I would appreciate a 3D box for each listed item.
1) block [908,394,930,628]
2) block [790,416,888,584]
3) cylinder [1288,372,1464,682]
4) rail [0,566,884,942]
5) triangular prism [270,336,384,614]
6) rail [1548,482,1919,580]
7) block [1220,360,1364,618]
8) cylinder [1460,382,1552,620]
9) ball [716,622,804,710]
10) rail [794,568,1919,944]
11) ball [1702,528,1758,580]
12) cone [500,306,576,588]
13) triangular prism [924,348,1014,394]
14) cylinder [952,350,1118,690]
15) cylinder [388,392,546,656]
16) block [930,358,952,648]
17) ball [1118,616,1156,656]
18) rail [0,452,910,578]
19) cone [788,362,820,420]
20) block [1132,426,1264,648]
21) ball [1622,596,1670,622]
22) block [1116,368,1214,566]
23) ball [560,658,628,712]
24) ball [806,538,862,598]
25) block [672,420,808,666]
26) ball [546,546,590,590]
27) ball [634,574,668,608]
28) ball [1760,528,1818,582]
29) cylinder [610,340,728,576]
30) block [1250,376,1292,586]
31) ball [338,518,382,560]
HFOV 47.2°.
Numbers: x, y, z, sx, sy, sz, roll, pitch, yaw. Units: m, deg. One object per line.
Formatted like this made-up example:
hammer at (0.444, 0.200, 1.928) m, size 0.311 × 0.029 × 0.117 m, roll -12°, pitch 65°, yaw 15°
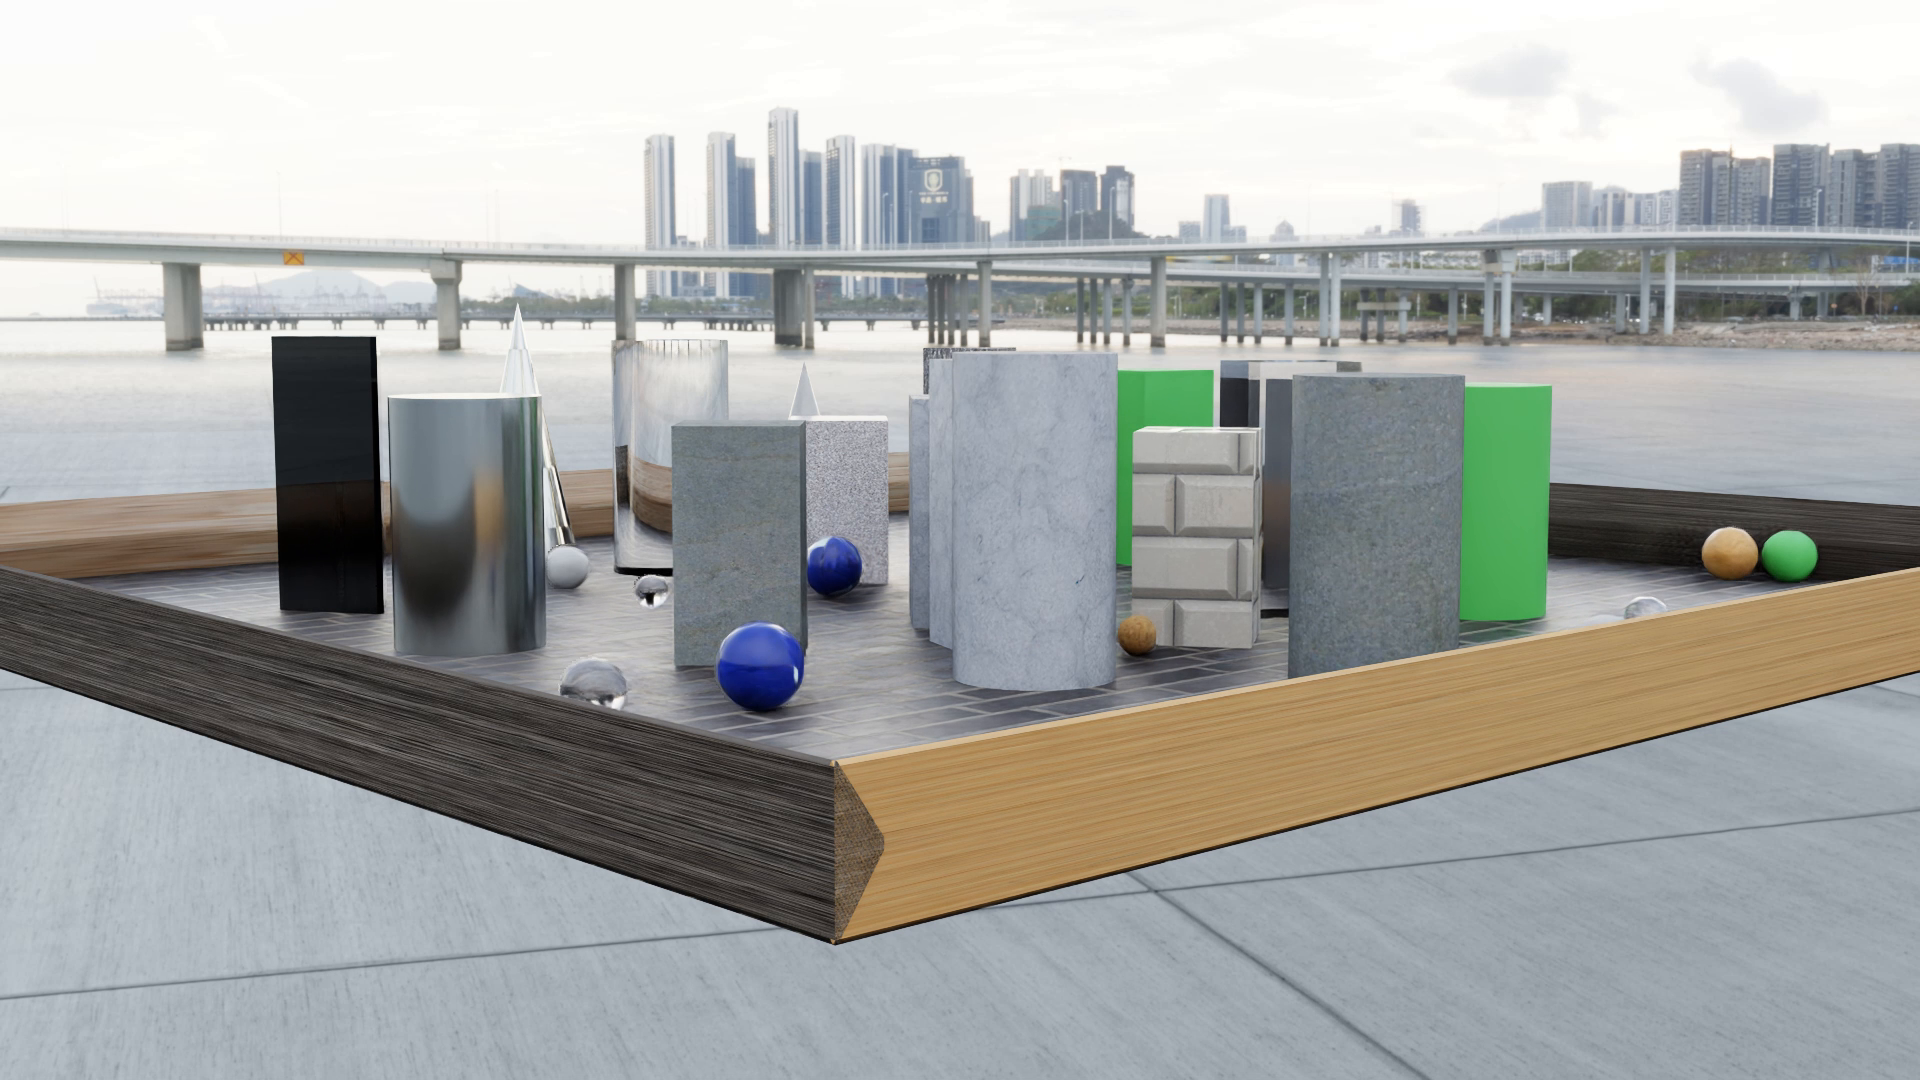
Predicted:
block at (0.009, -0.045, 3.162) m, size 0.160 × 0.323 × 0.160 m, roll 0°, pitch 6°, yaw -3°
block at (-0.201, -0.070, 3.672) m, size 0.160 × 0.267 × 0.160 m, roll 0°, pitch 6°, yaw -3°
cylinder at (0.491, -0.010, 2.601) m, size 0.200 × 0.370 × 0.200 m, roll 0°, pitch 6°, yaw 0°
rail at (-0.927, 0.122, 2.481) m, size 0.045 × 0.130 × 2.527 m, roll -5°, pitch 8°, yaw -42°
triangular prism at (-0.914, -0.104, 3.317) m, size 0.173 × 0.408 × 0.150 m, roll 2°, pitch 6°, yaw 17°
rail at (0.927, -0.055, 4.183) m, size 0.045 × 0.130 × 2.527 m, roll -5°, pitch 8°, yaw -42°
block at (0.489, -0.080, 3.270) m, size 0.160 × 0.371 × 0.160 m, roll -1°, pitch 6°, yaw -14°
cylinder at (0.770, -0.062, 3.258) m, size 0.200 × 0.337 × 0.200 m, roll 0°, pitch 6°, yaw 0°
ball at (-0.224, 0.141, 2.459) m, size 0.100 × 0.100 × 0.100 m, roll 0°, pitch 6°, yaw 0°
rail at (0.841, 0.128, 2.426) m, size 2.570 × 0.130 × 0.045 m, roll -5°, pitch 8°, yaw -42°
ball at (1.274, 0.023, 3.638) m, size 0.087 × 0.087 × 0.087 m, roll 0°, pitch 6°, yaw 0°
cone at (-0.720, -0.159, 3.601) m, size 0.200 × 0.459 × 0.200 m, roll 0°, pitch 6°, yaw 0°
triangular prism at (0.050, -0.145, 3.840) m, size 0.173 × 0.381 × 0.150 m, roll 5°, pitch 7°, yaw 37°
cylinder at (0.090, -0.029, 2.668) m, size 0.200 × 0.395 × 0.200 m, roll 0°, pitch 6°, yaw 0°
cylinder at (-0.654, -0.025, 2.925) m, size 0.200 × 0.333 × 0.200 m, roll 0°, pitch 6°, yaw 0°
block at (0.063, -0.048, 2.916) m, size 0.160 × 0.381 × 0.160 m, roll -2°, pitch 6°, yaw -22°
ball at (0.230, 0.125, 2.850) m, size 0.051 × 0.051 × 0.051 m, roll 0°, pitch 6°, yaw 0°
rail at (-0.841, -0.061, 4.238) m, size 2.570 × 0.130 × 0.045 m, roll -5°, pitch 8°, yaw -42°
cone at (-0.280, -0.147, 3.979) m, size 0.200 × 0.357 × 0.200 m, roll 0°, pitch 6°, yaw 0°
block at (0.324, -0.008, 2.993) m, size 0.160 × 0.285 × 0.160 m, roll 1°, pitch 6°, yaw 12°
ball at (0.927, 0.107, 2.970) m, size 0.062 × 0.062 × 0.062 m, roll 0°, pitch 6°, yaw 0°
block at (0.338, -0.134, 3.928) m, size 0.160 × 0.341 × 0.160 m, roll -4°, pitch 7°, yaw -35°
ball at (-0.397, 0.163, 2.381) m, size 0.072 × 0.072 × 0.072 m, roll 0°, pitch 6°, yaw 0°
ball at (-0.198, 0.042, 3.433) m, size 0.093 × 0.093 × 0.093 m, roll 0°, pitch 6°, yaw 0°
block at (-0.282, 0.000, 2.837) m, size 0.160 × 0.302 × 0.160 m, roll 0°, pitch 6°, yaw -1°
ball at (-0.630, 0.044, 3.530) m, size 0.070 × 0.070 × 0.070 m, roll 0°, pitch 6°, yaw 0°
ball at (-0.464, 0.078, 3.303) m, size 0.050 × 0.050 × 0.050 m, roll 0°, pitch 6°, yaw 0°
ball at (1.366, 0.026, 3.622) m, size 0.089 × 0.089 × 0.089 m, roll 0°, pitch 6°, yaw 0°
cylinder at (-0.496, -0.145, 3.774) m, size 0.200 × 0.396 × 0.200 m, roll 0°, pitch 6°, yaw 0°
block at (0.590, -0.100, 3.624) m, size 0.160 × 0.337 × 0.160 m, roll 5°, pitch 8°, yaw 42°
ball at (-1.072, -0.001, 3.934) m, size 0.076 × 0.076 × 0.076 m, roll 0°, pitch 6°, yaw 0°
